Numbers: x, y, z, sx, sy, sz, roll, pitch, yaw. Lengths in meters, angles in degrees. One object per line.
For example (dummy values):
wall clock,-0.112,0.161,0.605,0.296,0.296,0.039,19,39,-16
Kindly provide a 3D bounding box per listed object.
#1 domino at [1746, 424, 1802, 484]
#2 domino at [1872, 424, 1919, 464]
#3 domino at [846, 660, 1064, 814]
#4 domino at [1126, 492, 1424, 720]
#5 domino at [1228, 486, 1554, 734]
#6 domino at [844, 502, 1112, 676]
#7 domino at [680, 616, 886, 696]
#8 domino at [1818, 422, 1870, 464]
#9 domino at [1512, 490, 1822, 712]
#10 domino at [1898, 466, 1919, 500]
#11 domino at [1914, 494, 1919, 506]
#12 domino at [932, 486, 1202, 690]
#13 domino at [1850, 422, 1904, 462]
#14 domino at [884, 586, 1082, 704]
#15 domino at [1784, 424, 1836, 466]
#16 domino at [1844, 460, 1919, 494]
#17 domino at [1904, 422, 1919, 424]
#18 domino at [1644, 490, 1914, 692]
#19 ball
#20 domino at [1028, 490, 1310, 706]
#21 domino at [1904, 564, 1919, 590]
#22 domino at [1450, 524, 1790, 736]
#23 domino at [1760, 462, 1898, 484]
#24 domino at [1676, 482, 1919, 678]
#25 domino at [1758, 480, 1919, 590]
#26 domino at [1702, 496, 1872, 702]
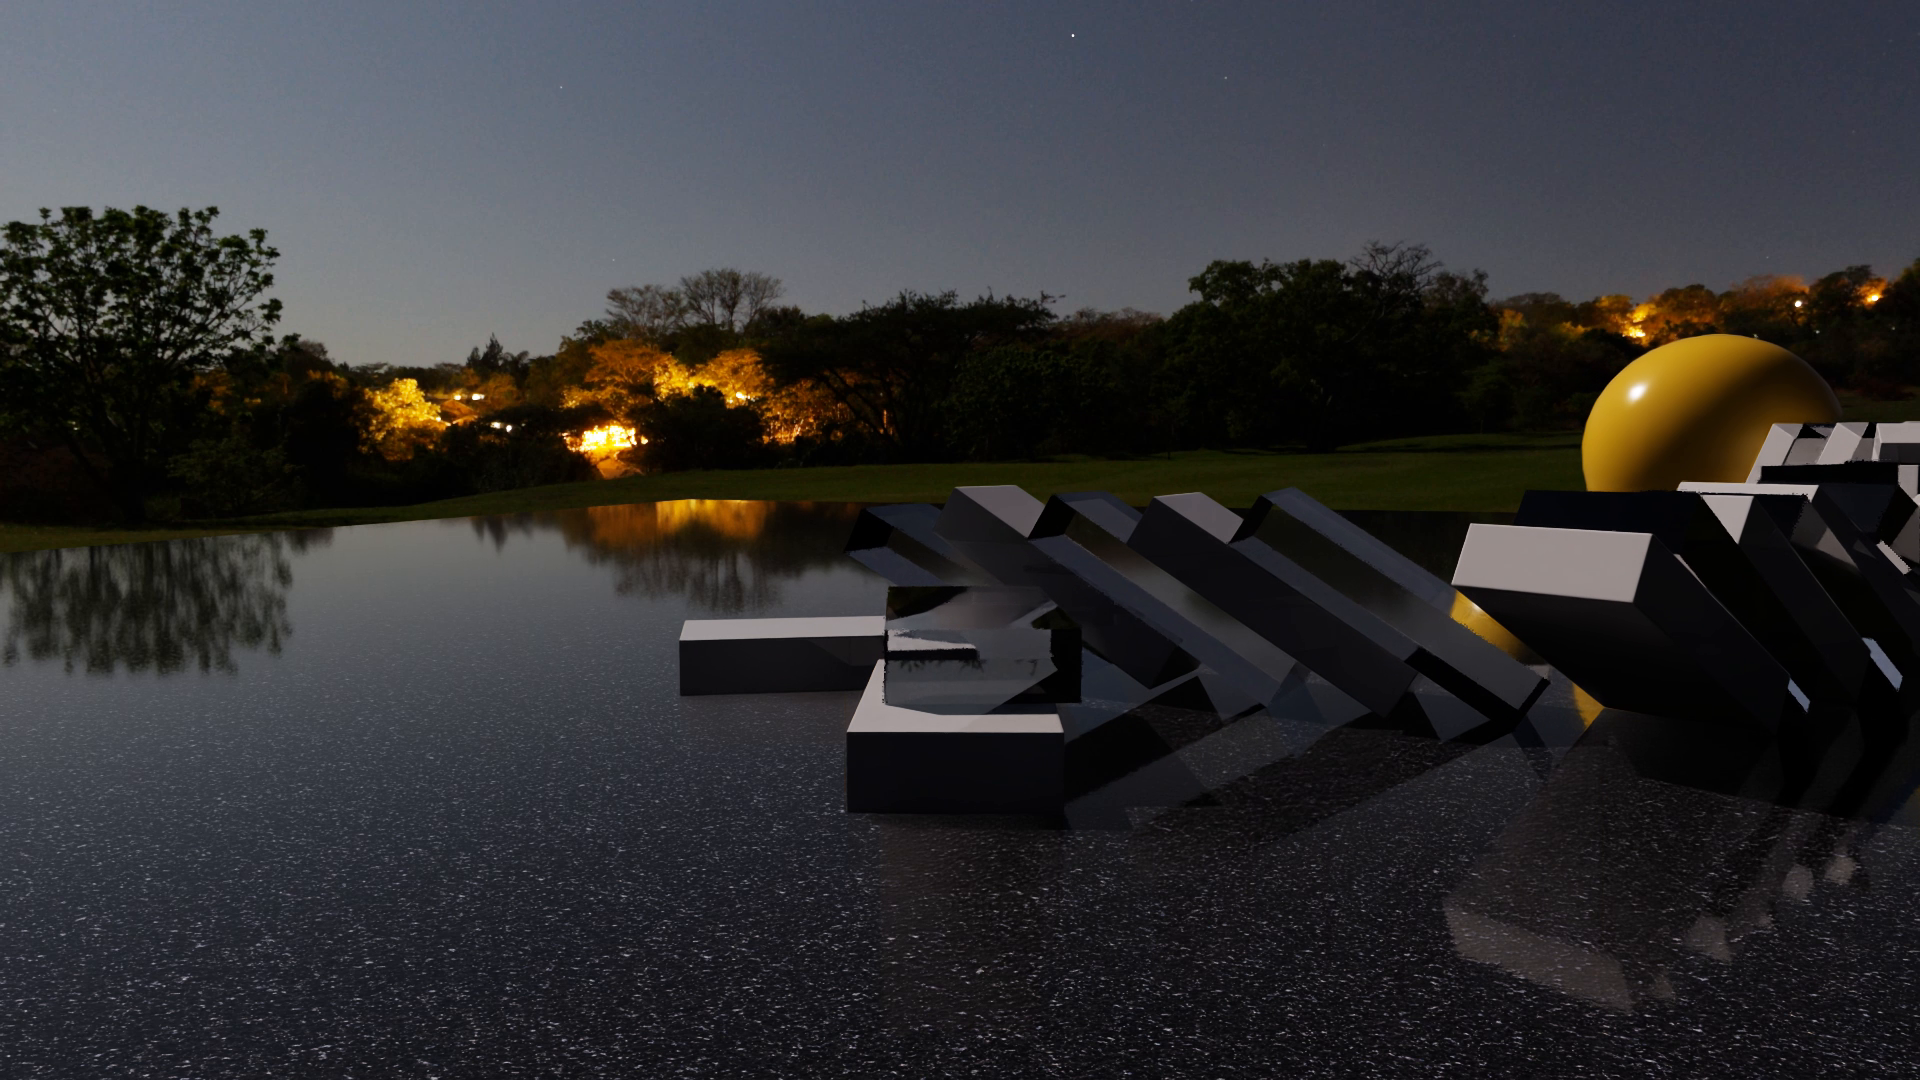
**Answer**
domino,0.256,-0.012,0.398,0.025,0.050,0.010,-1,33,-10
domino,0.248,-0.006,0.330,0.025,0.050,0.010,2,36,28
domino,0.000,0.025,0.172,0.025,0.010,0.050,0,4,1
domino,0.055,0.009,0.217,0.050,0.010,0.025,36,19,22
domino,0.070,0.010,0.207,0.050,0.010,0.025,36,20,19
domino,0.005,0.009,0.245,0.050,0.010,0.025,31,17,23
domino,-0.025,0.020,0.233,0.050,0.009,0.025,-1,4,-10
domino,0.261,-0.010,0.378,0.025,0.050,0.009,-1,33,-10
domino,0.108,0.010,0.196,0.050,0.009,0.025,36,-17,-32
domino,0.215,0.000,0.310,0.025,0.009,0.050,2,-32,36
domino,0.207,0.005,0.274,0.025,0.009,0.050,0,-27,6
domino,0.022,0.007,0.236,0.050,0.010,0.025,36,19,23
domino,0.263,-0.009,0.367,0.025,0.050,0.009,-1,33,-10
domino,0.002,0.014,0.188,0.025,0.010,0.050,0,4,-3
domino,0.259,-0.011,0.388,0.025,0.050,0.010,-1,33,-10
domino,0.231,-0.001,0.317,0.025,0.009,0.050,6,-30,32
domino,0.265,-0.008,0.356,0.025,0.050,0.009,-1,33,-10
domino,0.139,0.009,0.219,0.050,0.009,0.025,35,-15,-30
ball,0.259,-0.031,0.444,0.080,0.080,0.080,0,4,0
domino,0.039,0.009,0.226,0.050,0.009,0.025,36,19,22
domino,0.208,0.007,0.254,0.025,0.010,0.050,2,-24,4
domino,0.095,0.013,0.184,0.050,0.009,0.025,30,-14,-34
domino,0.202,0.001,0.298,0.025,0.009,0.050,0,-33,35
domino,0.154,0.007,0.232,0.050,0.009,0.025,35,-10,-22
domino,0.171,0.007,0.237,0.050,0.009,0.025,34,-9,-21
domino,0.124,0.009,0.208,0.050,0.009,0.025,35,-17,-31
